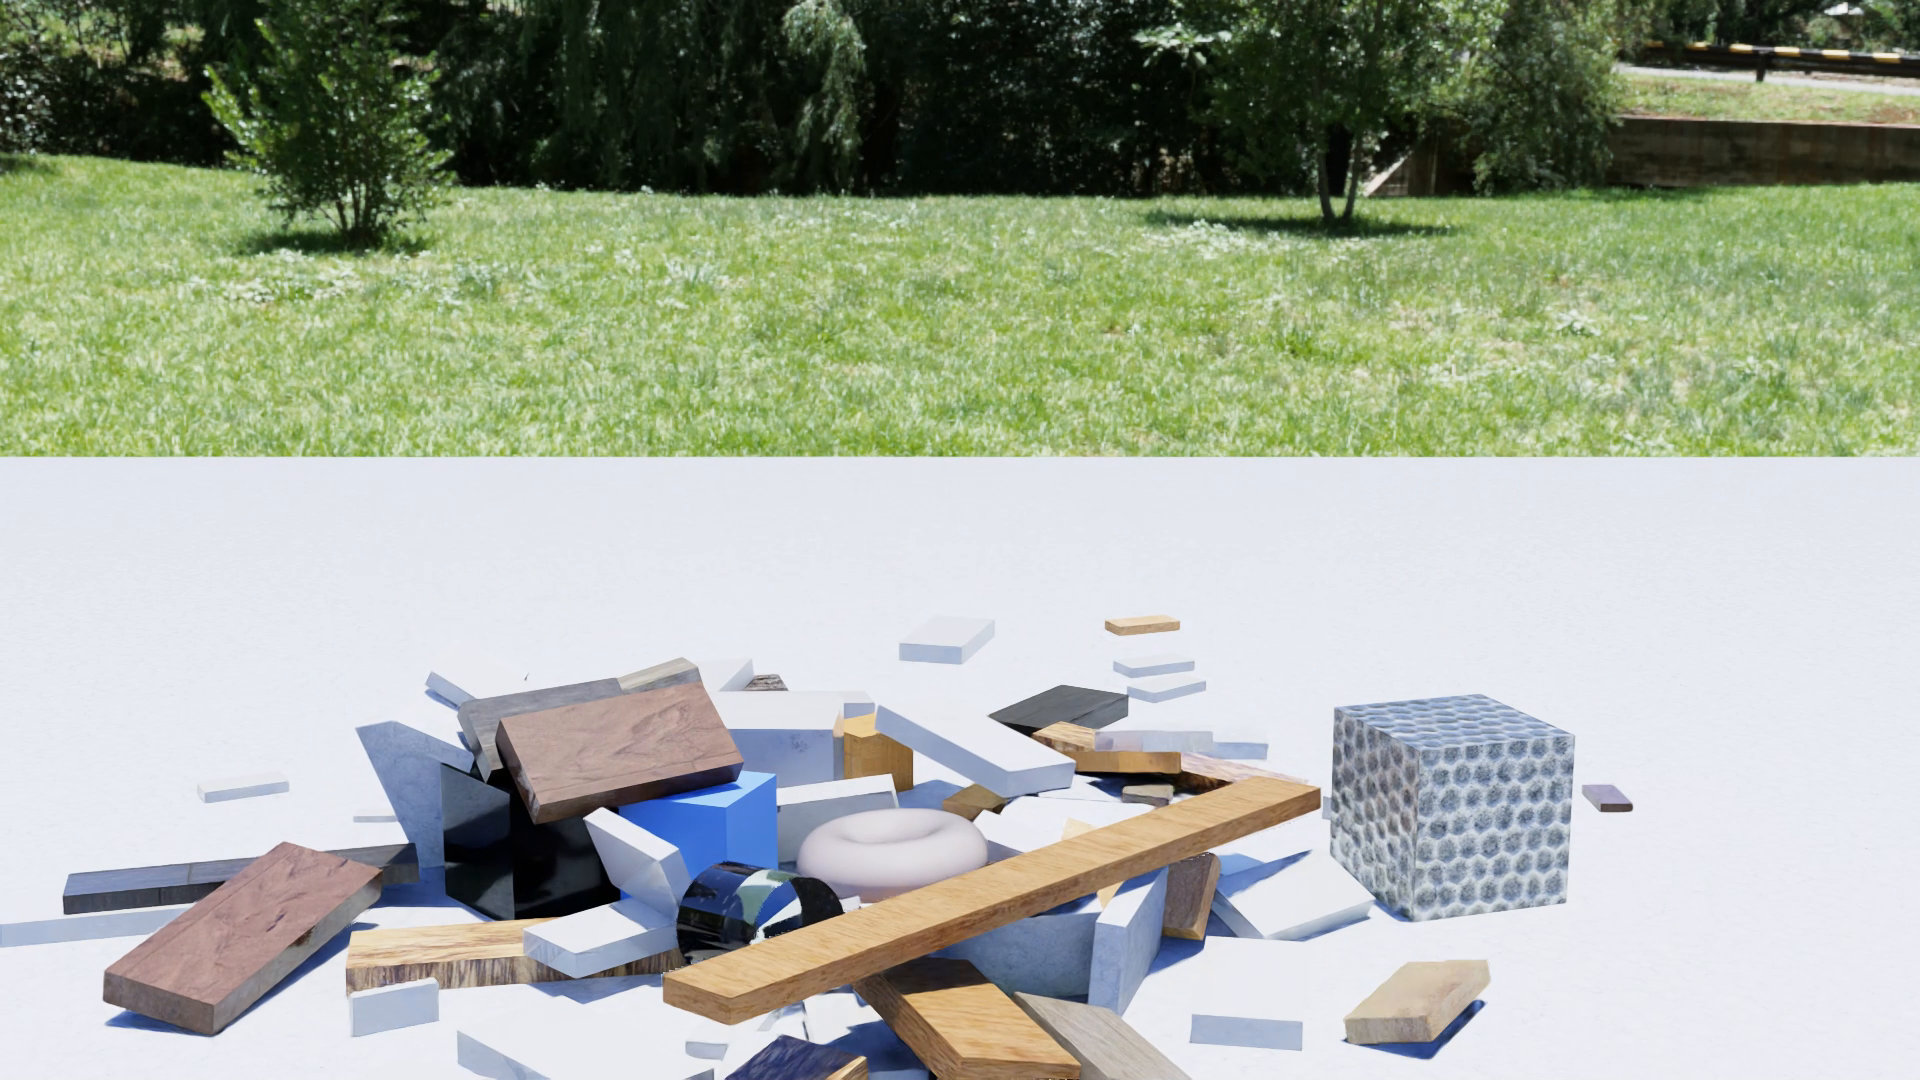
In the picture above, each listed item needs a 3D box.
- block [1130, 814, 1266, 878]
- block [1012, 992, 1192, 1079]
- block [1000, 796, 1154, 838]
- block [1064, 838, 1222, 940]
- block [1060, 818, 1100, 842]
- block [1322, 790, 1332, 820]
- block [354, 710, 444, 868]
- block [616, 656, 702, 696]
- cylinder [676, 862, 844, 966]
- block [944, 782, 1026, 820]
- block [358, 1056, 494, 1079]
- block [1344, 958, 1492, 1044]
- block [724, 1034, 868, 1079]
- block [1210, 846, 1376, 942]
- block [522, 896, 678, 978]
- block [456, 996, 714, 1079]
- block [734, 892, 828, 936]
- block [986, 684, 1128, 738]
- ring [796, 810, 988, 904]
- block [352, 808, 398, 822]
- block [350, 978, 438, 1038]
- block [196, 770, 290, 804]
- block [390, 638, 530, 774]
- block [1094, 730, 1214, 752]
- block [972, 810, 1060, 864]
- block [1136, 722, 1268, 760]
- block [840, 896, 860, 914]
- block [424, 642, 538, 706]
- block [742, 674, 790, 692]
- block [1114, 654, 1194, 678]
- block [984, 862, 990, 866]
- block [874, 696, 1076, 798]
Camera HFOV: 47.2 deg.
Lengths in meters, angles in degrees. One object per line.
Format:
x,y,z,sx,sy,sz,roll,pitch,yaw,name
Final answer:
0.399,0.534,3.615,0.265,0.037,0.132,20,13,-1,block
0.192,0.685,2.913,0.153,0.043,0.306,15,4,-24,block
0.199,0.510,3.874,0.266,0.038,0.133,1,26,19,block
0.272,0.552,3.487,0.265,0.132,0.037,1,-33,29,block
0.295,0.538,3.656,0.266,0.038,0.133,17,12,5,block
0.822,0.479,4.146,0.155,0.044,0.310,7,13,35,block
-0.906,0.421,3.737,0.140,0.280,0.040,-12,19,25,block
-0.720,0.330,4.715,0.312,0.044,0.156,-18,11,-17,block
-0.292,0.572,3.231,0.177,0.177,0.177,-10,8,-43,cylinder
0.062,0.486,4.151,0.103,0.029,0.206,6,12,27,block
-0.697,0.722,2.890,0.173,0.024,0.086,5,12,26,block
0.655,0.656,3.136,0.125,0.035,0.249,-10,4,33,block
-0.251,0.718,2.766,0.137,0.039,0.274,7,21,33,block
0.526,0.573,3.513,0.265,0.037,0.132,-9,39,-39,block
-0.504,0.590,3.323,0.276,0.039,0.138,-10,14,-43,block
-0.503,0.701,2.936,0.172,0.049,0.345,-10,15,-44,block
-0.281,0.585,3.440,0.081,0.023,0.163,-7,-14,-35,block
0.204,0.377,4.685,0.169,0.048,0.338,7,12,32,block
-0.109,0.508,3.524,0.308,0.103,0.308,-4,8,0,ring
-1.070,0.509,4.068,0.094,0.013,0.047,0,11,-1,block
-0.801,0.661,3.114,0.122,0.061,0.017,-6,17,-29,block
-1.378,0.475,4.228,0.157,0.022,0.078,-6,12,-29,block
-0.834,0.274,3.681,0.140,0.040,0.280,23,27,-3,block
0.365,0.382,4.173,0.138,0.039,0.276,2,-6,-15,block
0.143,0.530,3.678,0.266,0.038,0.133,19,13,11,block
0.494,0.413,4.516,0.266,0.038,0.133,1,11,5,block
-0.235,0.588,3.388,0.092,0.026,0.184,-7,-15,-35,block
-0.767,0.264,3.672,0.225,0.032,0.113,31,26,1,block
-0.442,0.341,4.929,0.103,0.029,0.206,-3,11,-13,block
0.457,0.296,5.185,0.172,0.024,0.086,-5,12,-26,block
0.044,0.561,3.644,0.203,0.029,0.102,9,15,0,block
0.025,0.383,4.108,0.178,0.050,0.356,-2,18,-45,block
